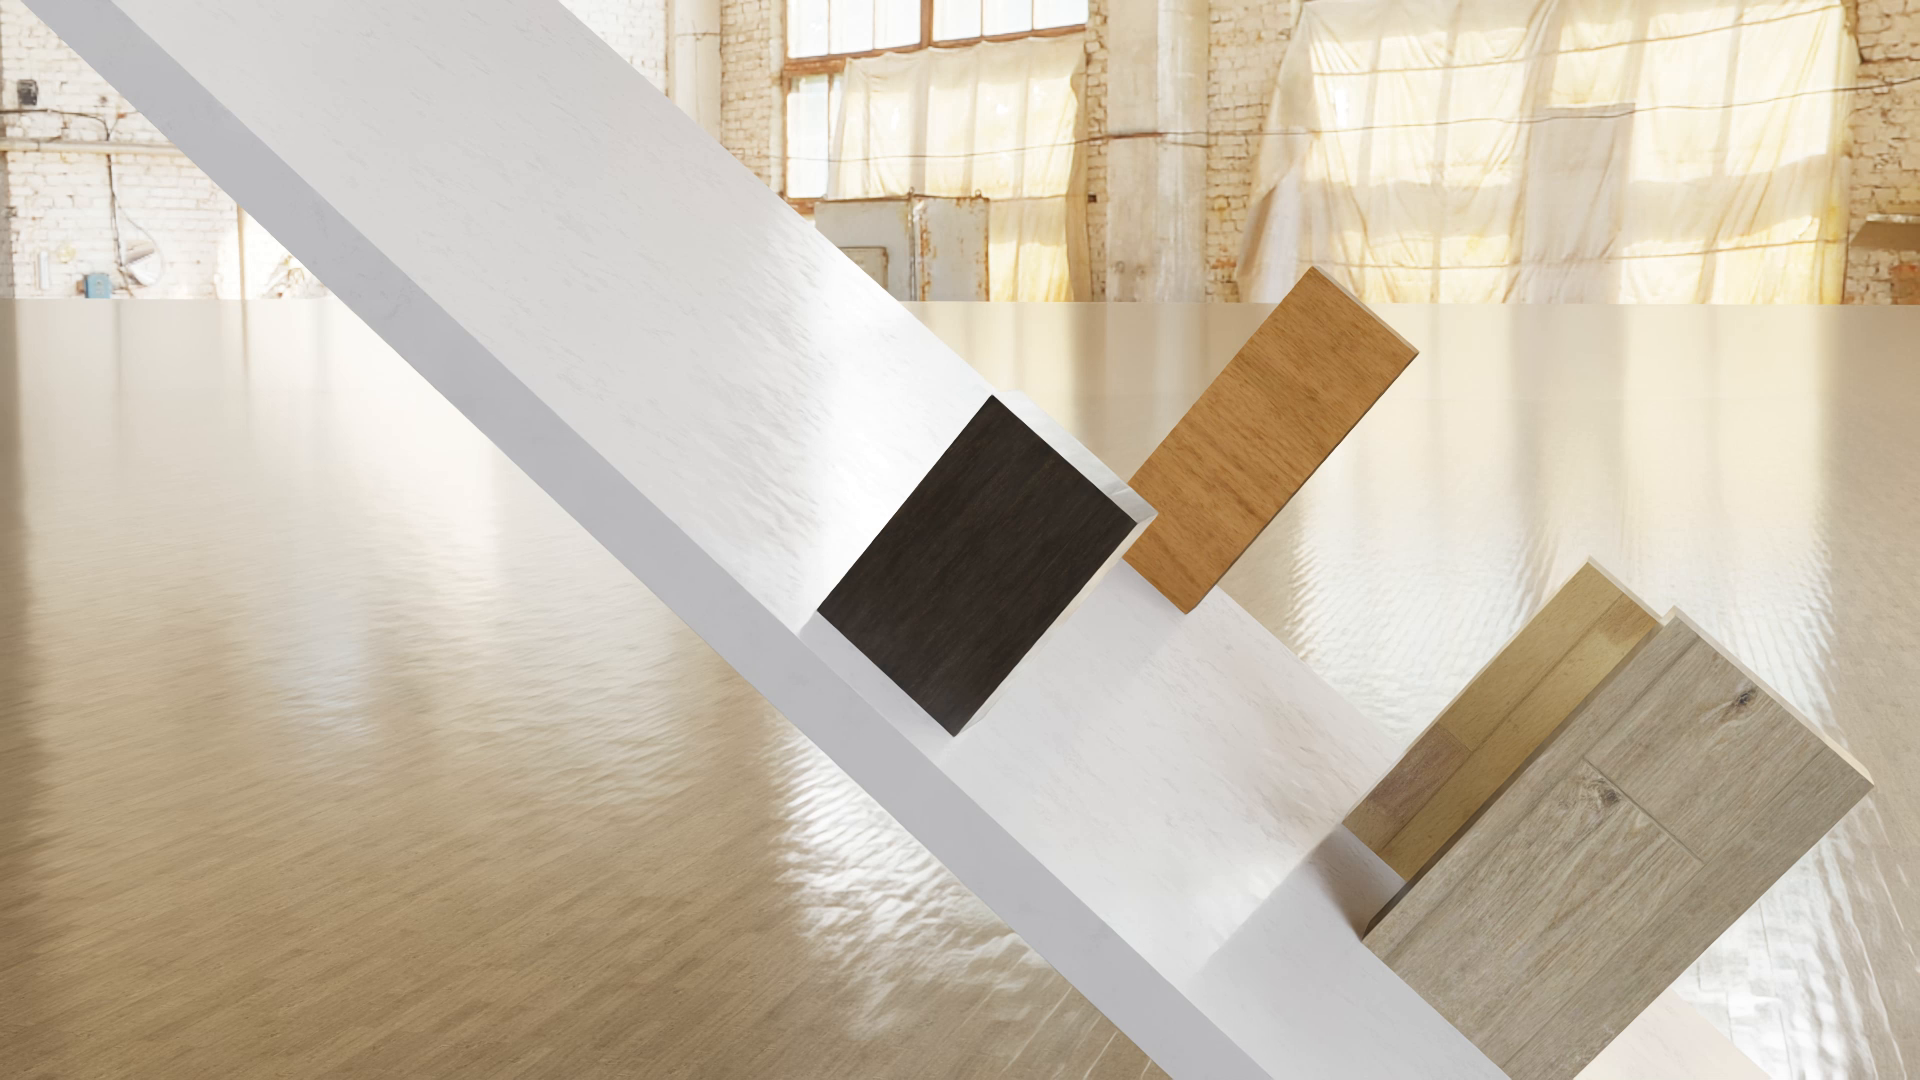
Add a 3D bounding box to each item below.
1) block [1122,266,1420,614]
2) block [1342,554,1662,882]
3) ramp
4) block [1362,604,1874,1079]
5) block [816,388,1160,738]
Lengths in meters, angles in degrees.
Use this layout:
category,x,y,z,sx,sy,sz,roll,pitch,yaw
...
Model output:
category,x,y,z,sx,sy,sz,roll,pitch,yaw
block,0.599,-0.202,4.511,0.271,0.707,0.106,42,16,8
block,1.081,0.416,4.015,0.420,0.661,0.107,42,16,8
ramp,0.011,0.035,4.035,4.000,0.100,2.000,42,16,8
block,1.046,0.512,3.545,0.390,0.737,0.120,42,16,8
block,0.039,0.031,3.184,0.274,0.415,0.143,42,16,8
